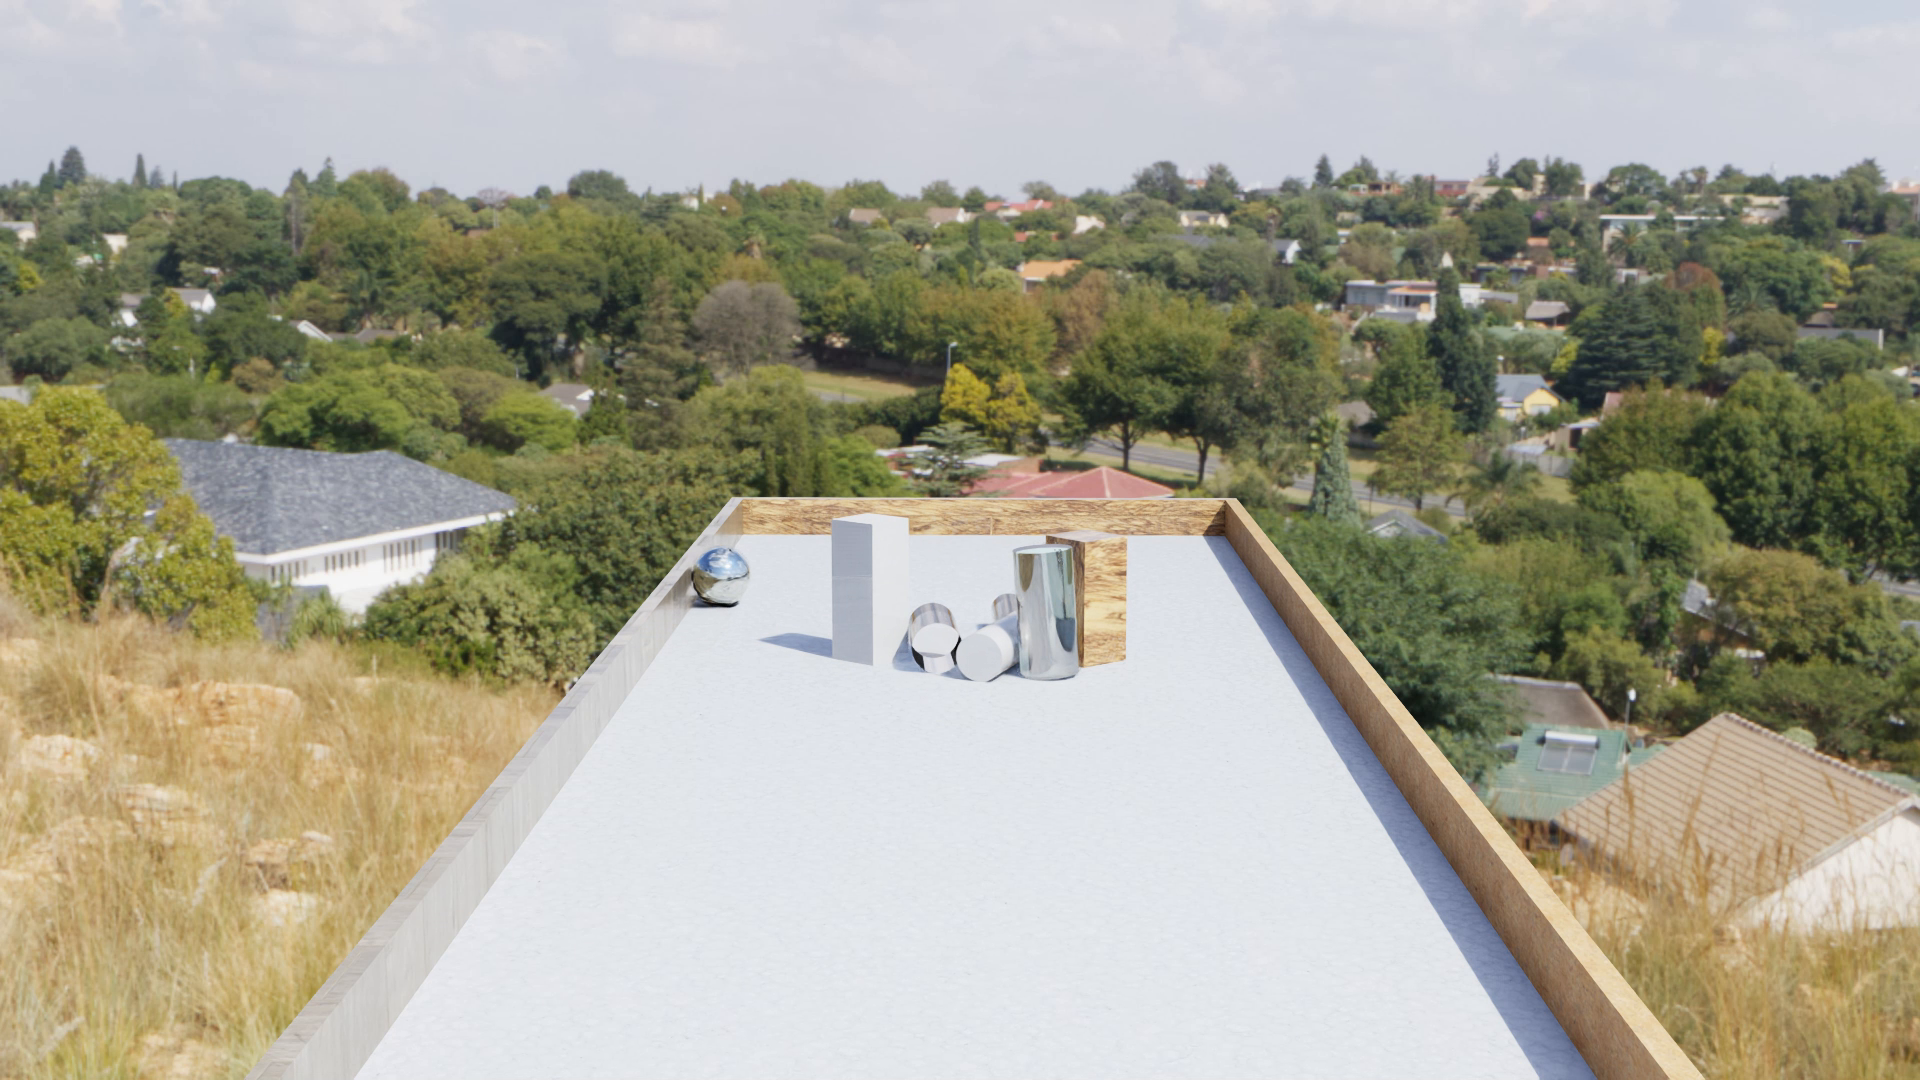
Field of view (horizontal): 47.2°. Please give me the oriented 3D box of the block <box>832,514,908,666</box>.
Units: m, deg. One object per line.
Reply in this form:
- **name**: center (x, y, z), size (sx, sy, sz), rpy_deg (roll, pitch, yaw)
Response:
- **block**: center (-0.273, 0.148, 6.698), size (0.165, 0.431, 0.165), rpy_deg (7, 12, 38)

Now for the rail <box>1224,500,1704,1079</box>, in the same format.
- **rail**: center (1.046, 0.843, 3.208), size (0.050, 0.150, 12.000), rpy_deg (0, 9, 1)

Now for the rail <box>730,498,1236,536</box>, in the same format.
- **rail**: center (0.099, -0.098, 9.147), size (2.100, 0.150, 0.050), rpy_deg (0, 9, 1)

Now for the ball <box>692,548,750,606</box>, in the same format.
- **ball**: center (-0.821, 0.126, 7.566), size (0.202, 0.202, 0.202), rpy_deg (0, 9, 0)

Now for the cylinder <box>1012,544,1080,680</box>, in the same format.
- **cylinder**: center (0.253, 0.209, 6.467), size (0.175, 0.372, 0.175), rpy_deg (-4, 8, 1)

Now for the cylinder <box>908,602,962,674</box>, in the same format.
- **cylinder**: center (-0.076, 0.295, 6.668), size (0.152, 0.152, 0.328), rpy_deg (-1, 10, -4)

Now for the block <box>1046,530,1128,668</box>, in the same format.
- **block**: center (0.382, 0.176, 6.680), size (0.174, 0.382, 0.174), rpy_deg (-7, 12, -39)

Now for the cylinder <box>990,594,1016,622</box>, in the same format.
- **cylinder**: center (0.162, 0.262, 6.984), size (0.116, 0.116, 0.401), rpy_deg (0, 9, -1)

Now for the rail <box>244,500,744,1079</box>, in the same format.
- **rail**: center (-1.004, 0.839, 3.234), size (0.050, 0.150, 12.000), rpy_deg (0, 9, 1)

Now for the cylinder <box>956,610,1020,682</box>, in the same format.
- **cylinder**: center (0.124, 0.313, 6.576), size (0.143, 0.143, 0.395), rpy_deg (3, 10, 20)
